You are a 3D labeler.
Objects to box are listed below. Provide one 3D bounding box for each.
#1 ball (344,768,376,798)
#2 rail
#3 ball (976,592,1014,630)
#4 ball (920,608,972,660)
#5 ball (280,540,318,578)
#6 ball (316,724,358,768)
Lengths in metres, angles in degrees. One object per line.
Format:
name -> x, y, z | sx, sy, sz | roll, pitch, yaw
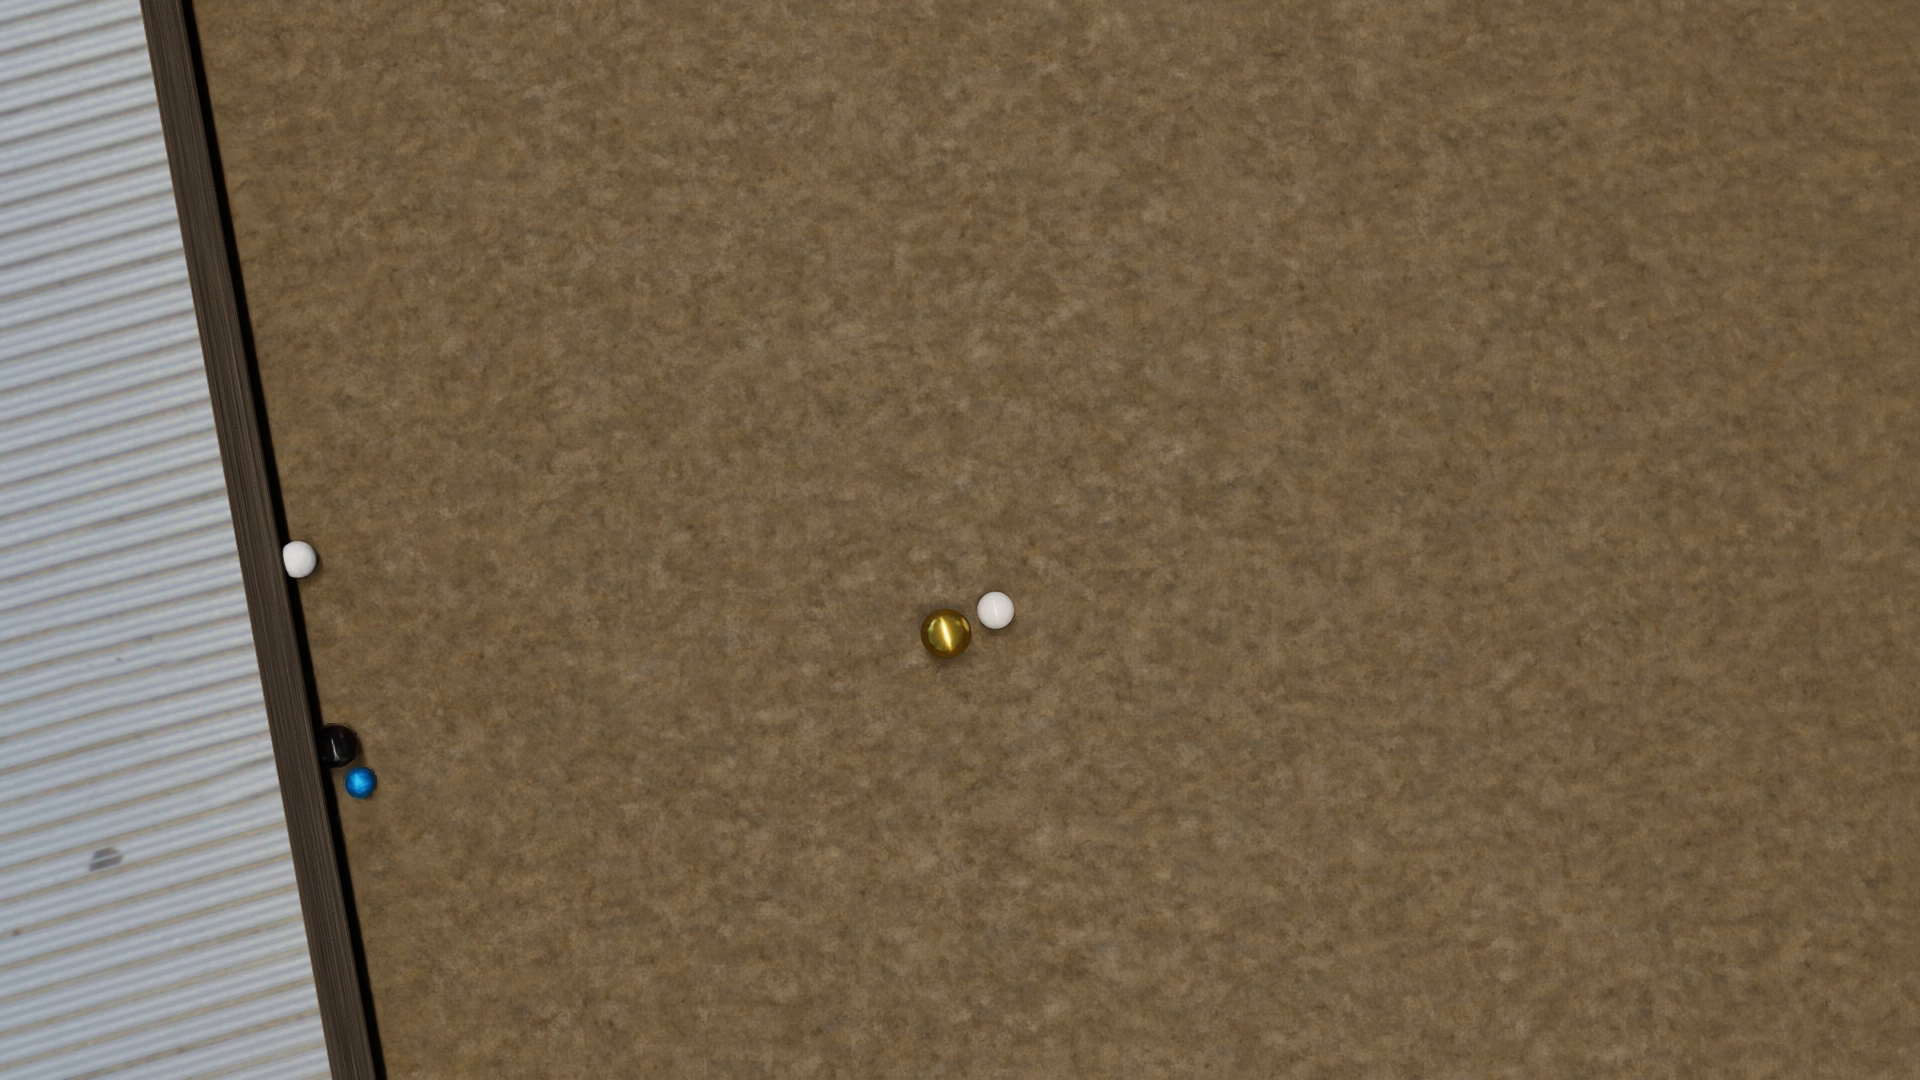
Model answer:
ball -> -0.880, 0.357, 3.227 | 0.043, 0.043, 0.043 | 0, 83, 0
rail -> -0.979, 0.206, 3.208 | 0.045, 0.114, 2.387 | -12, 84, -1
ball -> 0.053, 0.104, 3.250 | 0.055, 0.055, 0.055 | 0, 83, 0
ball -> -0.020, 0.138, 3.236 | 0.076, 0.076, 0.076 | 0, 83, 0
ball -> -0.981, 0.029, 3.259 | 0.055, 0.055, 0.055 | 0, 83, 0
ball -> -0.914, 0.302, 3.224 | 0.062, 0.062, 0.062 | 0, 83, 0
